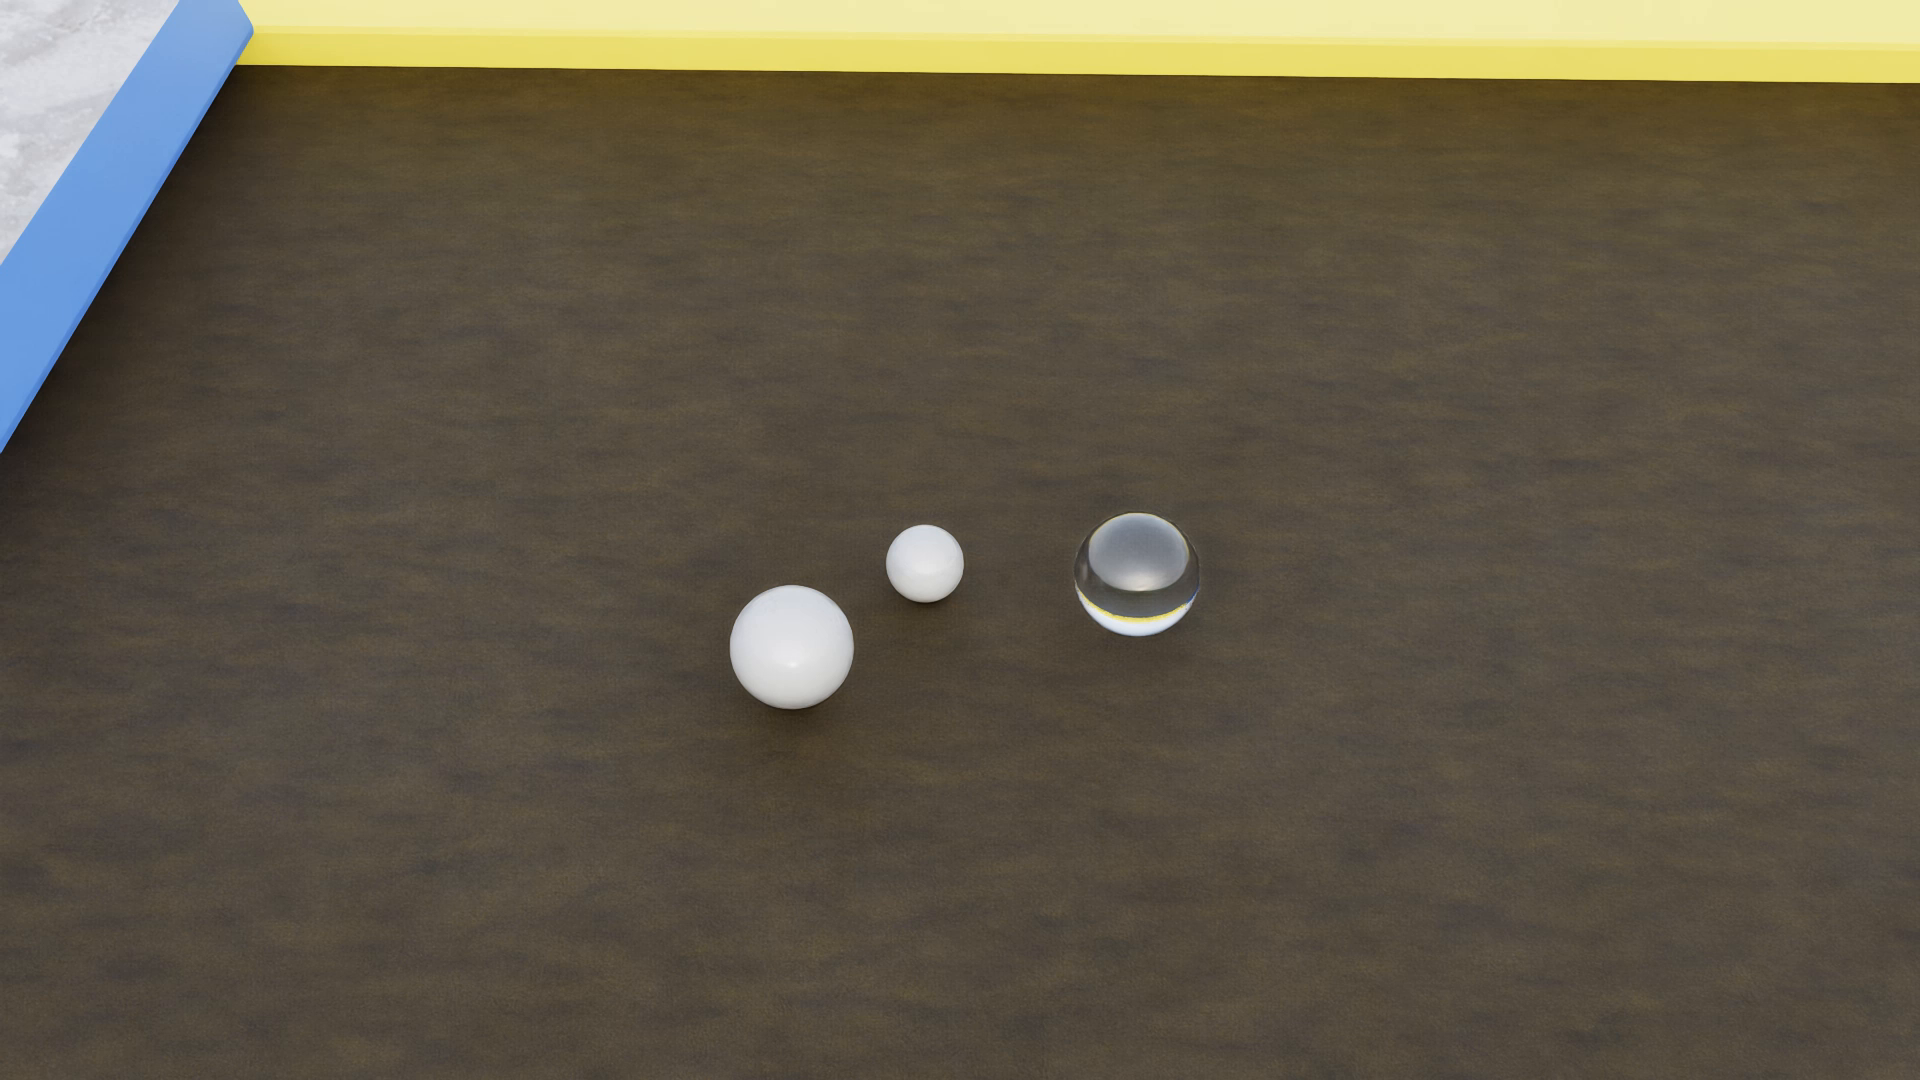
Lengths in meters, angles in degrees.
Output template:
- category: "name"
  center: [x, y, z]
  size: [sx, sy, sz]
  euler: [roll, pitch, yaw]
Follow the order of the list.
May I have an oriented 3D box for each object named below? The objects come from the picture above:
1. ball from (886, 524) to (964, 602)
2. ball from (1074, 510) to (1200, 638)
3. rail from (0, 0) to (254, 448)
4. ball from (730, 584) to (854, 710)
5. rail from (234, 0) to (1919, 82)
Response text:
- category: "ball"
  center: [-0.025, 0.017, 1.800]
  size: [0.055, 0.055, 0.055]
  euler: [0, 35, 0]
- category: "ball"
  center: [0.122, 0.023, 1.763]
  size: [0.087, 0.087, 0.087]
  euler: [0, 35, 0]
- category: "rail"
  center: [-0.722, -0.027, 1.810]
  size: [0.045, 0.113, 1.703]
  euler: [1, 35, 1]
- category: "ball"
  center: [-0.111, 0.071, 1.699]
  size: [0.083, 0.083, 0.083]
  euler: [0, 35, 0]
- category: "rail"
  center: [0.767, -0.483, 2.455]
  size: [2.984, 0.113, 0.045]
  euler: [1, 35, 1]
